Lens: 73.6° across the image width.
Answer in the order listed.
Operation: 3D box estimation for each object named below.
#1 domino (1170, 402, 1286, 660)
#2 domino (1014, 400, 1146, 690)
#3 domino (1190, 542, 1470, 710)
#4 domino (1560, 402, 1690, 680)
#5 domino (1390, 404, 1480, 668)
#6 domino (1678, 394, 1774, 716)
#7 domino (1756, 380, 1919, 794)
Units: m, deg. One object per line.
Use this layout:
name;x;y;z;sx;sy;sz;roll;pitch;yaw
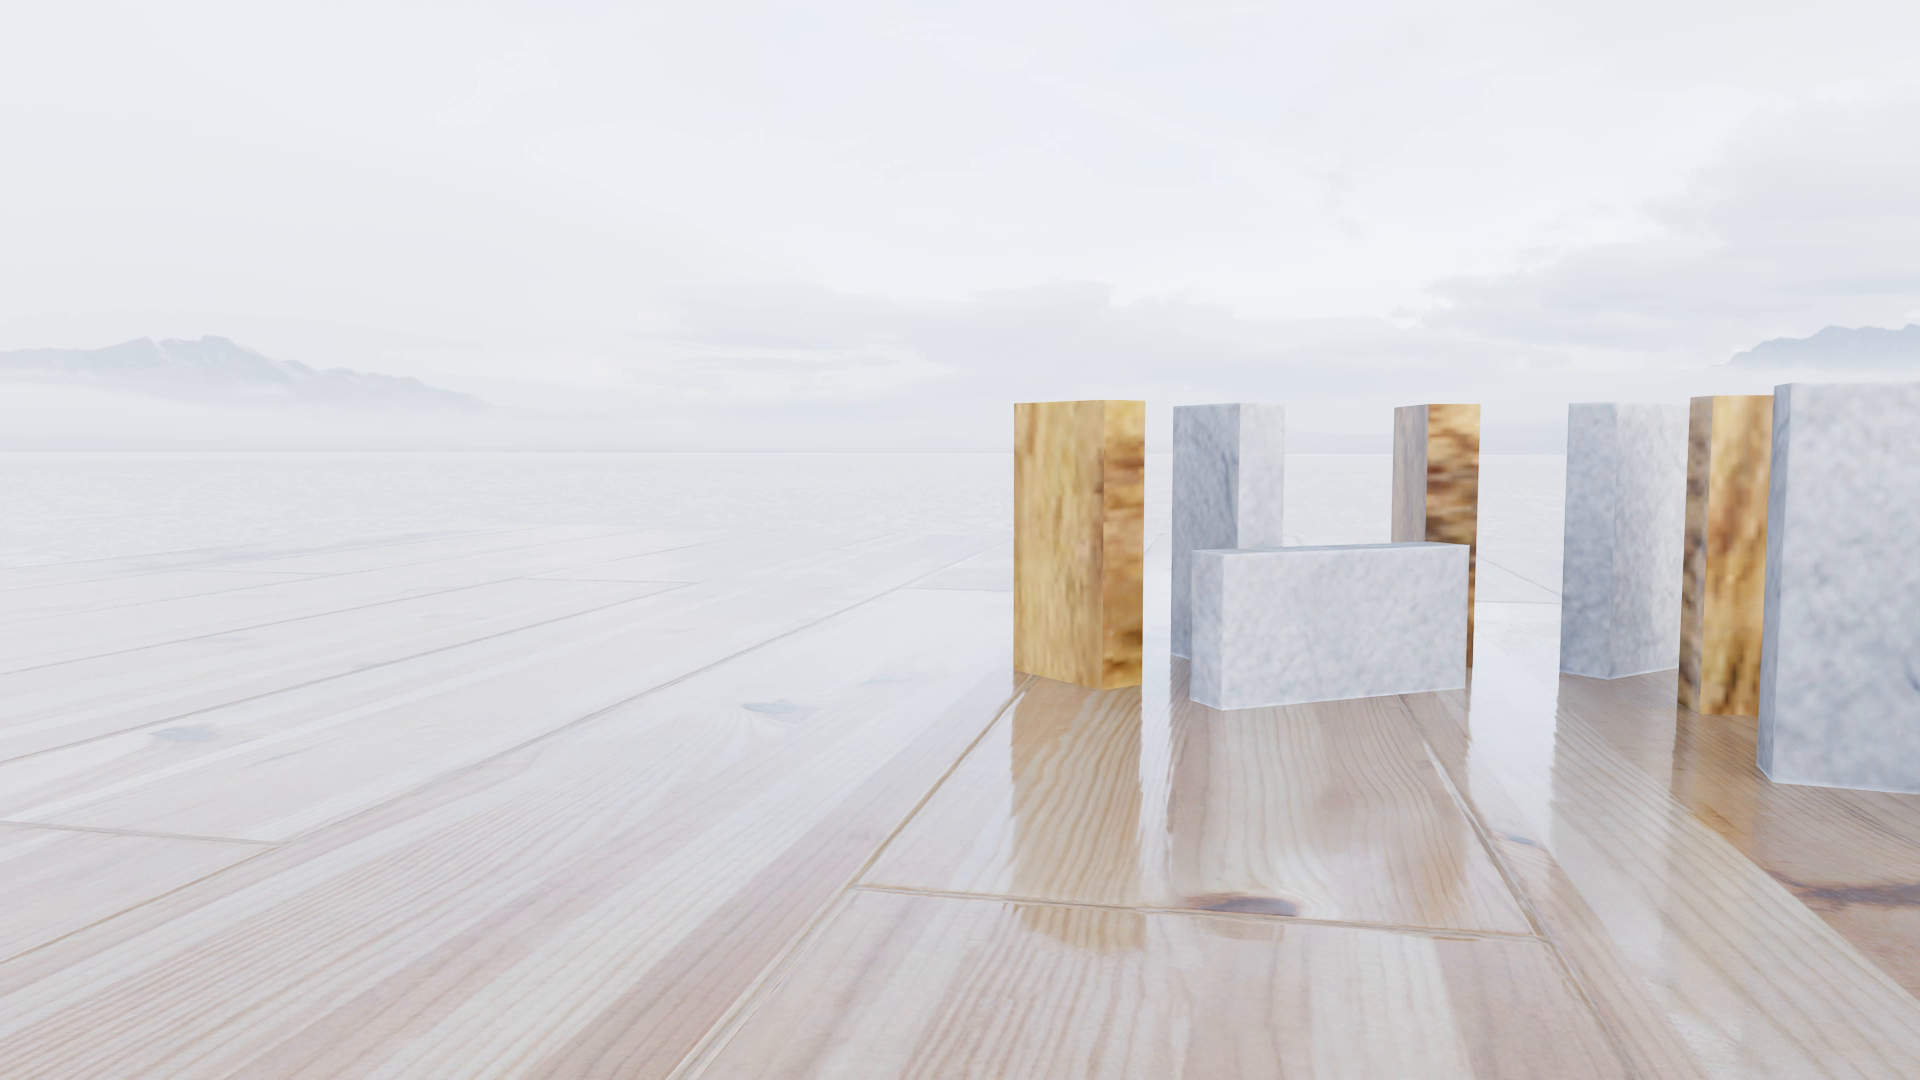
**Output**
domino;0.051;-0.001;0.248;0.010;0.050;0.025;-2;5;-19
domino;0.021;0.000;0.233;0.009;0.050;0.025;-3;5;-35
domino;0.063;0.014;0.218;0.050;0.025;0.010;-2;5;-22
domino;0.125;0.000;0.241;0.025;0.050;0.009;-3;5;-32
domino;0.094;-0.002;0.255;0.009;0.050;0.025;0;4;4
domino;0.130;0.002;0.203;0.025;0.050;0.010;1;4;10
domino;0.116;0.006;0.159;0.025;0.050;0.010;2;5;21
